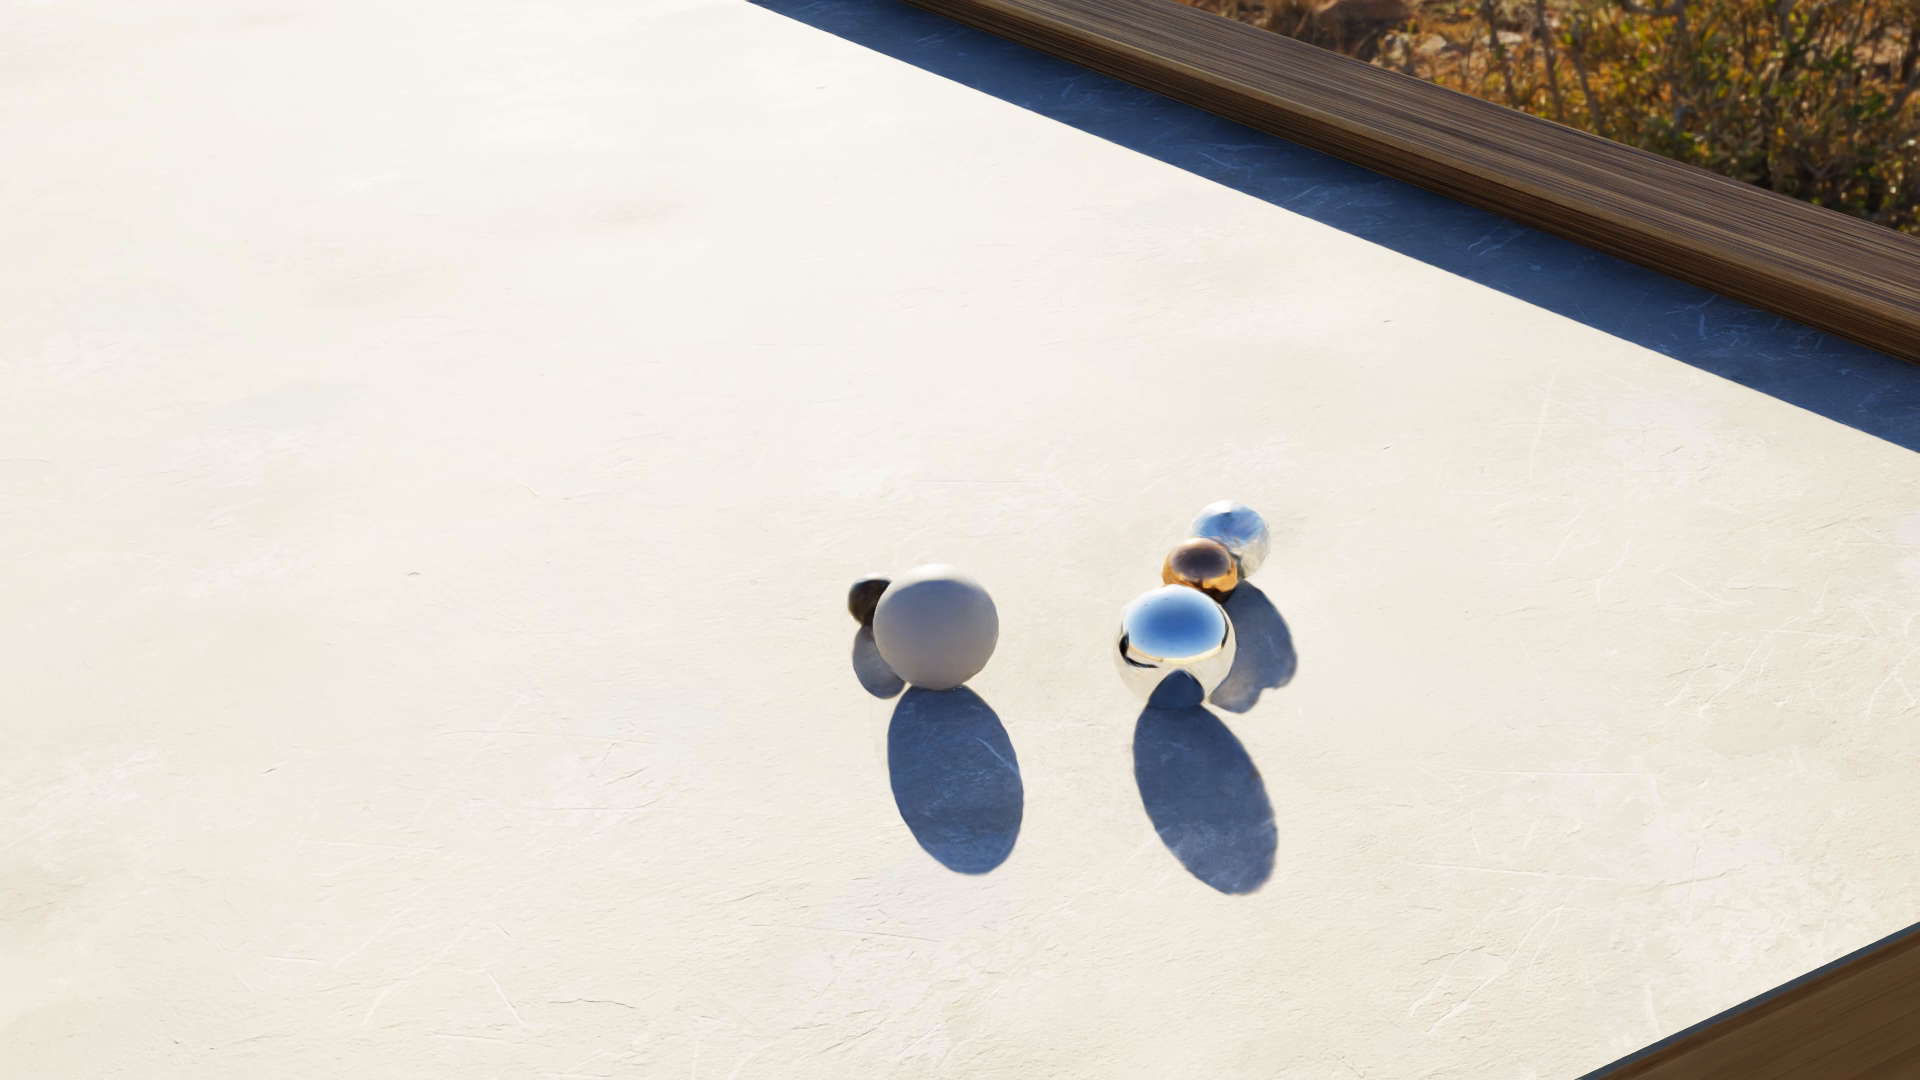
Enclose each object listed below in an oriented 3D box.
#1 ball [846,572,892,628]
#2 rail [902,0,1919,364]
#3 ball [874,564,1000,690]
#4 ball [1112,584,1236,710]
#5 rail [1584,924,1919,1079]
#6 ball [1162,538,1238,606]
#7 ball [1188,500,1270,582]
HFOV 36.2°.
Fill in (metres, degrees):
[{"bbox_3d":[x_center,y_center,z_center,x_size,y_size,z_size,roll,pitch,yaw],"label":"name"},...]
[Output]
[{"bbox_3d":[-0.063,0.045,2.163,0.041,0.041,0.041,0,24,0],"label":"ball"},{"bbox_3d":[0.292,-0.536,3.367,0.045,0.115,3.449,-16,29,-31],"label":"rail"},{"bbox_3d":[-0.017,0.061,2.068,0.089,0.089,0.089,0,24,0],"label":"ball"},{"bbox_3d":[0.148,0.074,2.040,0.087,0.087,0.087,0,24,0],"label":"ball"},{"bbox_3d":[0.477,0.256,1.595,1.951,0.115,0.045,-16,29,-31],"label":"rail"},{"bbox_3d":[0.178,0.026,2.185,0.056,0.056,0.056,0,24,0],"label":"ball"},{"bbox_3d":[0.204,0.001,2.233,0.062,0.062,0.062,0,24,0],"label":"ball"}]
